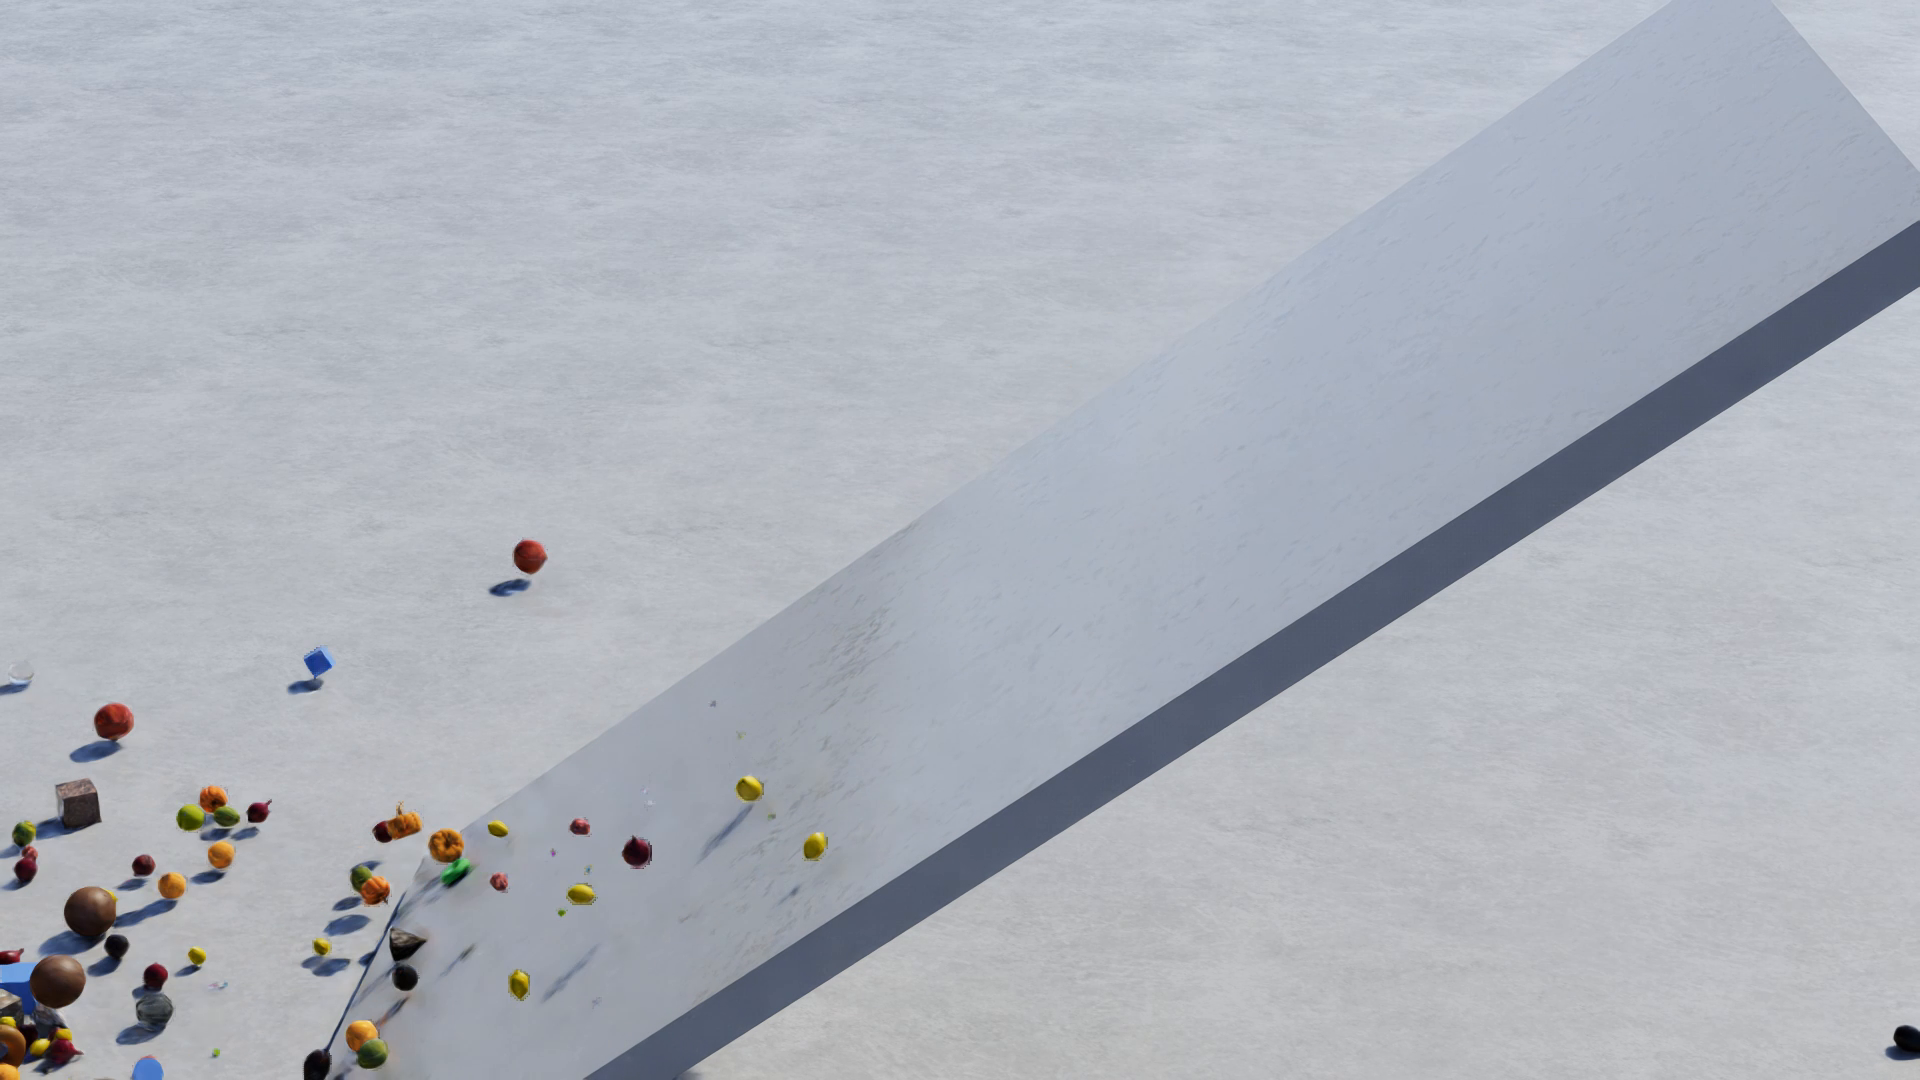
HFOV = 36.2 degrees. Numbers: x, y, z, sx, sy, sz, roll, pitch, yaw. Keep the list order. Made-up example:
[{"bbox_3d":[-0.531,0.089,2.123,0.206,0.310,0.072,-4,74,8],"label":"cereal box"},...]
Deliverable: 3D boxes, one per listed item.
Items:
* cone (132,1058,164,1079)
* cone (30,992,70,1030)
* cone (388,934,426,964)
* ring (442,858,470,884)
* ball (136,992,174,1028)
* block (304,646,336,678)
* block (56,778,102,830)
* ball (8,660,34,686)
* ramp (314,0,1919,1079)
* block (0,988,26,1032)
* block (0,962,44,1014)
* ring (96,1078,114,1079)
[{"bbox_3d":[-1.932,1.262,6.934,0.077,0.077,0.077,-16,6,46],"label":"cone"},{"bbox_3d":[-2.199,1.164,7.161,0.088,0.088,0.088,37,35,14],"label":"cone"},{"bbox_3d":[-1.330,0.975,7.131,0.083,0.083,0.083,-25,23,4],"label":"cone"},{"bbox_3d":[-1.271,0.834,7.415,0.083,0.028,0.083,-35,15,11],"label":"ring"},{"bbox_3d":[-1.958,1.143,7.148,0.090,0.090,0.090,0,23,0],"label":"ball"},{"bbox_3d":[-1.950,0.371,8.960,0.064,0.064,0.064,-32,8,3],"label":"block"},{"bbox_3d":[-2.440,0.729,8.138,0.094,0.094,0.094,-12,25,-26],"label":"block"},{"bbox_3d":[-2.852,0.405,8.940,0.078,0.078,0.078,0,23,0],"label":"ball"},{"bbox_3d":[0.129,0.179,6.322,4.000,0.100,2.000,-34,16,16],"label":"ramp"},{"bbox_3d":[-2.333,1.153,7.131,0.084,0.084,0.084,16,27,33],"label":"block"},{"bbox_3d":[-2.316,1.104,7.238,0.091,0.091,0.091,-2,23,-6],"label":"block"},{"bbox_3d":[-2.007,1.290,6.870,0.093,0.031,0.093,-3,25,2],"label":"ring"}]
